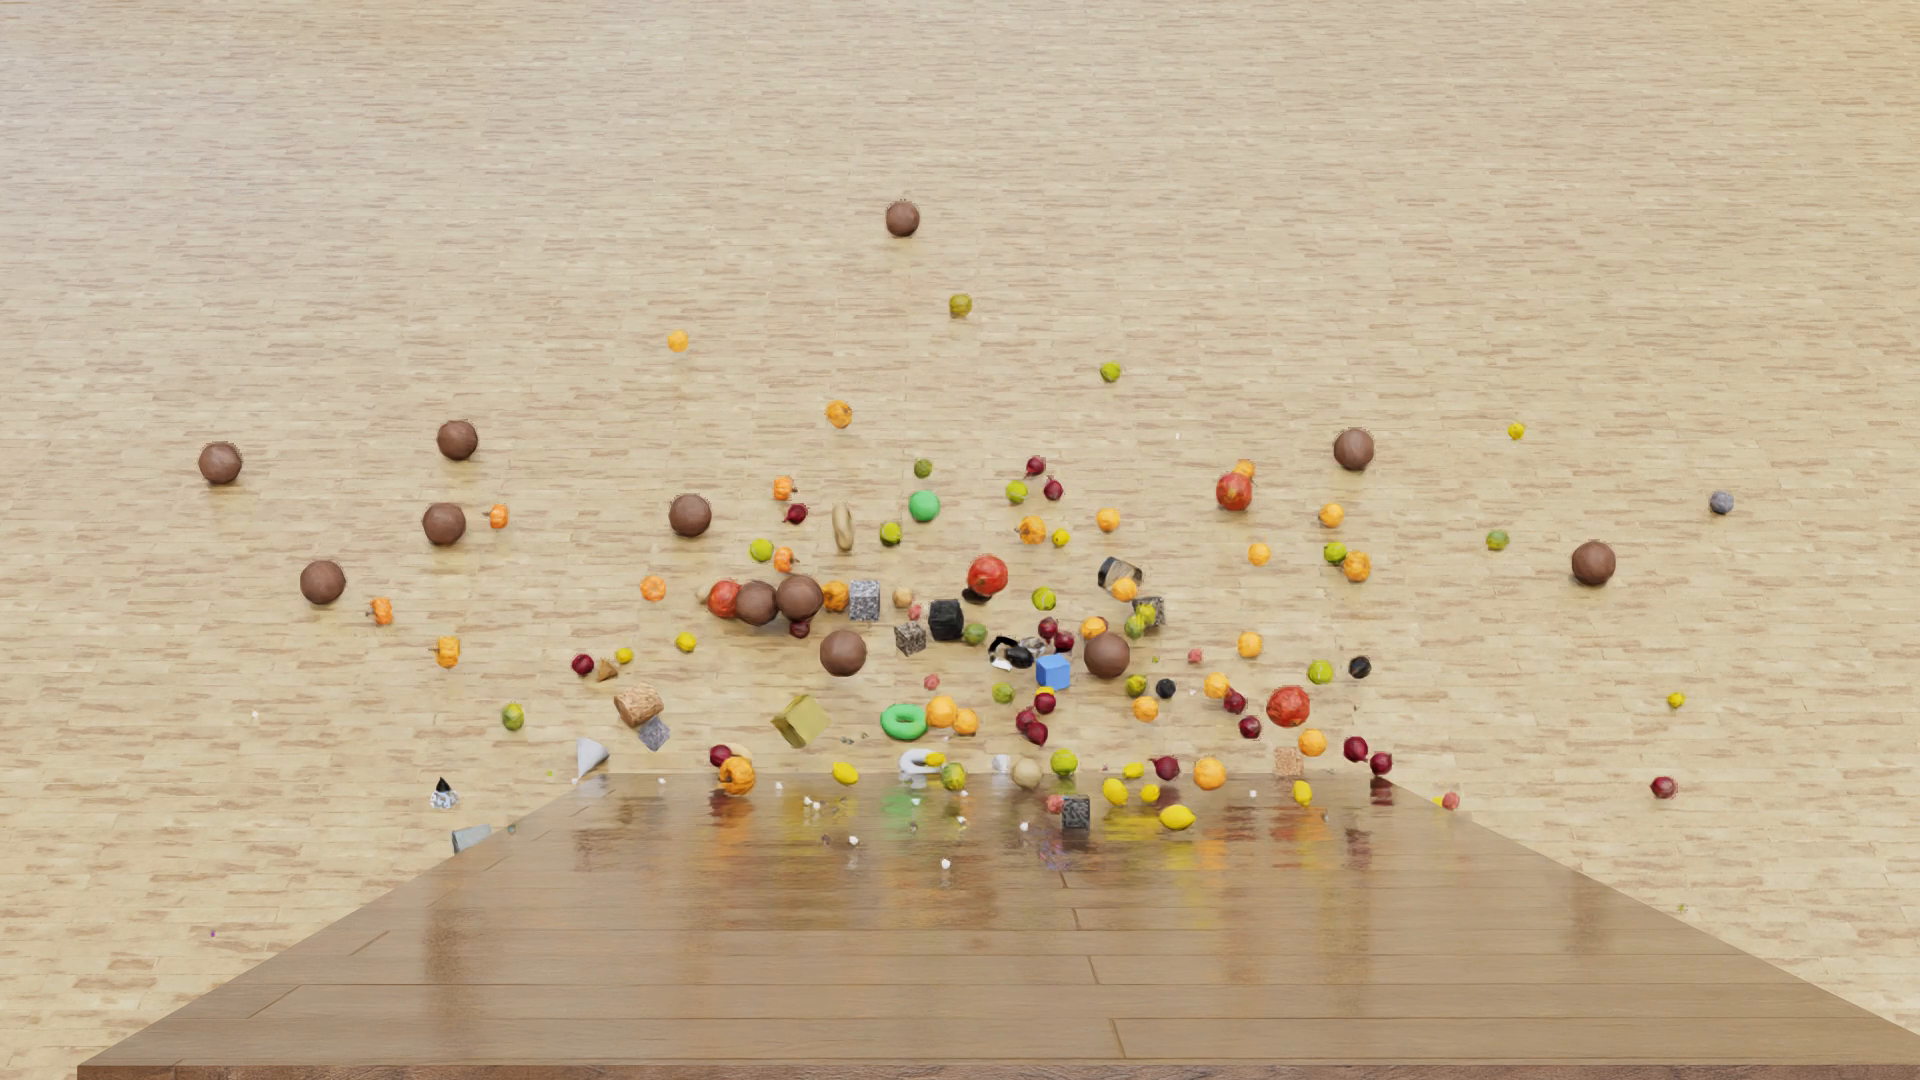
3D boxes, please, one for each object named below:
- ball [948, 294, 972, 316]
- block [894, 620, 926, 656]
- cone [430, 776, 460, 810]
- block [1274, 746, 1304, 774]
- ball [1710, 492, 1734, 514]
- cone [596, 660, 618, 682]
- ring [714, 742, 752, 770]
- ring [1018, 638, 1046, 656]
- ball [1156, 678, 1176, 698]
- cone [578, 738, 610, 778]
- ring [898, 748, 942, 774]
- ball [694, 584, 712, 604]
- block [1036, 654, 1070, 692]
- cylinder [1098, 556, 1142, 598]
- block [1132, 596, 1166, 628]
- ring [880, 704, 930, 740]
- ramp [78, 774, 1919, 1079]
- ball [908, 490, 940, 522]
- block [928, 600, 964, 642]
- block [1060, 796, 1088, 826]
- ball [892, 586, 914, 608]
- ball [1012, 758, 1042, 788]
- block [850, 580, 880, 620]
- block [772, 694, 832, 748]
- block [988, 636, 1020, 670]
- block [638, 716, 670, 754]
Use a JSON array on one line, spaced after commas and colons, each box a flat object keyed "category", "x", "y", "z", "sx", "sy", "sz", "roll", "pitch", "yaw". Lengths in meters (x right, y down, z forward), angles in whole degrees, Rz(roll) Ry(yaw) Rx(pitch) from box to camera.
[{"category": "ball", "x": 0.000, "y": -0.823, "z": 9.080, "sx": 0.080, "sy": 0.080, "sz": 0.080, "roll": 0, "pitch": 32, "yaw": 0}, {"category": "block", "x": -0.141, "y": 0.278, "z": 7.343, "sx": 0.064, "sy": 0.064, "sz": 0.064, "roll": -19, "pitch": 37, "yaw": -27}, {"category": "cone", "x": -1.346, "y": 0.645, "z": 6.744, "sx": 0.078, "sy": 0.078, "sz": 0.078, "roll": 0, "pitch": 32, "yaw": 0}, {"category": "block", "x": 0.852, "y": 0.571, "z": 6.709, "sx": 0.067, "sy": 0.067, "sz": 0.067, "roll": 0, "pitch": -1, "yaw": 15}, {"category": "ball", "x": 2.341, "y": -0.114, "z": 7.960, "sx": 0.071, "sy": 0.071, "sz": 0.071, "roll": 0, "pitch": 32, "yaw": 0}, {"category": "cone", "x": -0.994, "y": 0.377, "z": 7.219, "sx": 0.062, "sy": 0.062, "sz": 0.062, "roll": 27, "pitch": 68, "yaw": 36}, {"category": "ring", "x": -0.601, "y": 0.574, "z": 6.885, "sx": 0.103, "sy": 0.034, "sz": 0.103, "roll": 10, "pitch": 26, "yaw": -5}, {"category": "ring", "x": 0.203, "y": 0.303, "z": 7.339, "sx": 0.077, "sy": 0.026, "sz": 0.077, "roll": 0, "pitch": 31, "yaw": 0}, {"category": "ball", "x": 0.567, "y": 0.409, "z": 7.143, "sx": 0.054, "sy": 0.054, "sz": 0.054, "roll": 0, "pitch": 32, "yaw": 0}, {"category": "cone", "x": -0.990, "y": 0.590, "z": 6.865, "sx": 0.094, "sy": 0.094, "sz": 0.094, "roll": 13, "pitch": 61, "yaw": 19}, {"category": "ring", "x": -0.104, "y": 0.594, "z": 6.862, "sx": 0.117, "sy": 0.039, "sz": 0.117, "roll": 3, "pitch": 33, "yaw": -2}, {"category": "ball", "x": -0.746, "y": 0.158, "z": 7.543, "sx": 0.054, "sy": 0.054, "sz": 0.054, "roll": 0, "pitch": 32, "yaw": 0}, {"category": "block", "x": 0.258, "y": 0.368, "z": 7.184, "sx": 0.071, "sy": 0.071, "sz": 0.071, "roll": -12, "pitch": 26, "yaw": -19}, {"category": "cylinder", "x": 0.468, "y": 0.109, "z": 7.576, "sx": 0.096, "sy": 0.096, "sz": 0.096, "roll": 24, "pitch": 39, "yaw": 32}, {"category": "block", "x": 0.541, "y": 0.205, "z": 7.420, "sx": 0.076, "sy": 0.076, "sz": 0.076, "roll": -5, "pitch": 4, "yaw": -7}, {"category": "ring", "x": -0.149, "y": 0.491, "z": 7.014, "sx": 0.133, "sy": 0.044, "sz": 0.133, "roll": 4, "pitch": 33, "yaw": -3}, {"category": "ramp", "x": 0.071, "y": 0.628, "z": 4.723, "sx": 2.000, "sy": 0.100, "sz": 4.000, "roll": 0, "pitch": -1, "yaw": 0}, {"category": "ball", "x": -0.109, "y": -0.105, "z": 7.922, "sx": 0.096, "sy": 0.096, "sz": 0.096, "roll": 0, "pitch": 32, "yaw": 0}, {"category": "block", "x": -0.039, "y": 0.228, "z": 7.371, "sx": 0.079, "sy": 0.079, "sz": 0.079, "roll": -6, "pitch": 42, "yaw": 13}, {"category": "block", "x": 0.237, "y": 0.558, "z": 5.345, "sx": 0.057, "sy": 0.057, "sz": 0.057, "roll": 0, "pitch": -1, "yaw": 3}, {"category": "ball", "x": -0.167, "y": 0.166, "z": 7.523, "sx": 0.061, "sy": 0.061, "sz": 0.061, "roll": 0, "pitch": 32, "yaw": 0}, {"category": "ball", "x": 0.160, "y": 0.562, "z": 6.238, "sx": 0.073, "sy": 0.073, "sz": 0.073, "roll": 0, "pitch": 32, "yaw": 0}, {"category": "block", "x": -0.275, "y": 0.175, "z": 7.487, "sx": 0.083, "sy": 0.083, "sz": 0.083, "roll": 1, "pitch": 32, "yaw": 1}, {"category": "block", "x": -0.414, "y": 0.474, "z": 6.776, "sx": 0.096, "sy": 0.096, "sz": 0.096, "roll": -44, "pitch": 10, "yaw": -27}, {"category": "block", "x": 0.124, "y": 0.315, "z": 7.254, "sx": 0.061, "sy": 0.061, "sz": 0.061, "roll": 16, "pitch": 50, "yaw": 28}, {"category": "block", "x": -0.781, "y": 0.496, "z": 6.623, "sx": 0.059, "sy": 0.059, "sz": 0.059, "roll": -45, "pitch": 17, "yaw": 8}]
